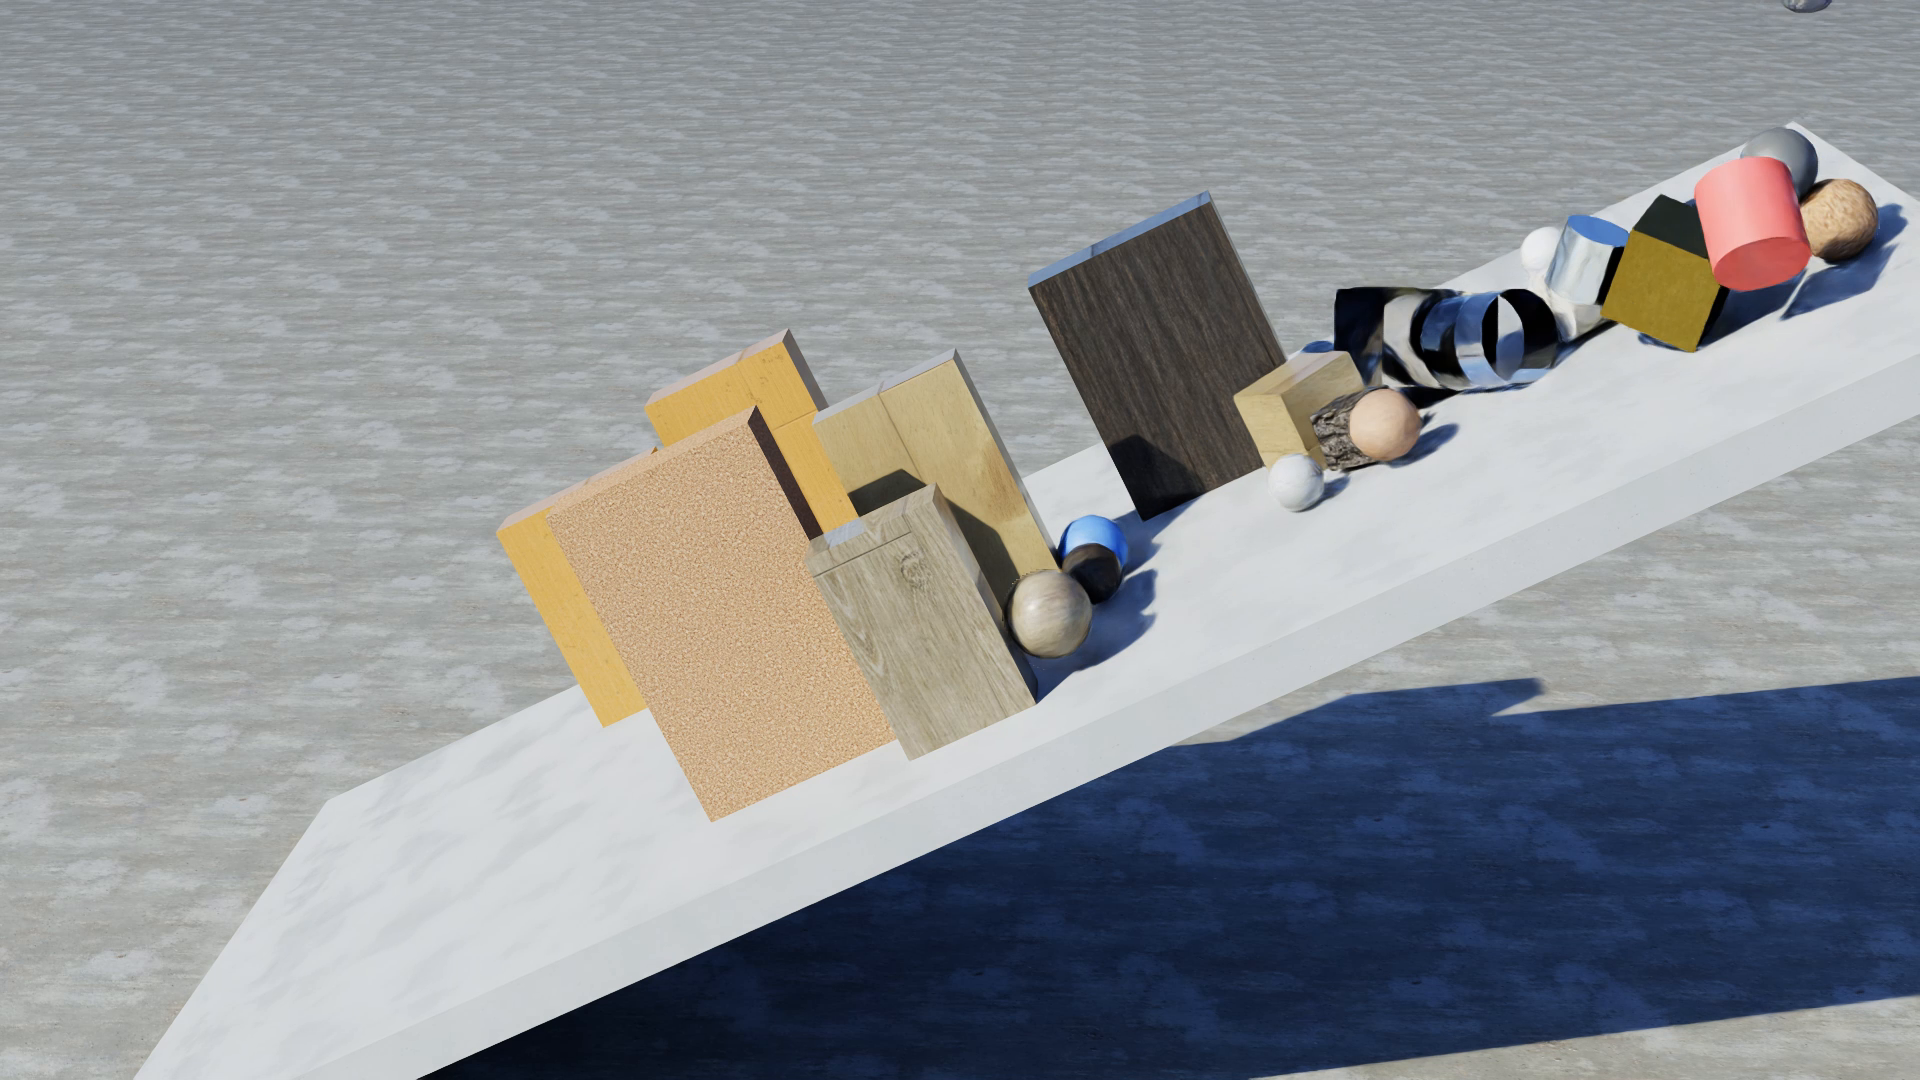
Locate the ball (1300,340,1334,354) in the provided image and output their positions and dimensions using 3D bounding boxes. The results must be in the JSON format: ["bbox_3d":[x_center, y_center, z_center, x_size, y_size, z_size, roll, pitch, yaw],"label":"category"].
[{"bbox_3d":[0.784,-0.374,6.374,0.117,0.117,0.117,0,16,0],"label":"ball"}]

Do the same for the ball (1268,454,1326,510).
[{"bbox_3d":[0.670,-0.116,5.861,0.115,0.115,0.115,0,16,0],"label":"ball"}]

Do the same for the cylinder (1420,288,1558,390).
[{"bbox_3d":[1.078,-0.408,5.999,0.196,0.196,0.196,-9,4,-28],"label":"cylinder"}]

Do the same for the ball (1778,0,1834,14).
[{"bbox_3d":[1.582,-1.047,5.493,0.126,0.126,0.126,0,16,0],"label":"ball"}]

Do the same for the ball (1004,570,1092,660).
[{"bbox_3d":[0.167,0.141,5.564,0.168,0.168,0.168,0,16,0],"label":"ball"}]

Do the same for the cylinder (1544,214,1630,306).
[{"bbox_3d":[1.212,-0.541,5.678,0.129,0.129,0.129,12,30,-7],"label":"cylinder"}]

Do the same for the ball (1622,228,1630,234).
[{"bbox_3d":[1.377,-0.600,6.262,0.142,0.142,0.142,0,16,0],"label":"ball"}]

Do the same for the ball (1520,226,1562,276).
[{"bbox_3d":[1.272,-0.619,6.367,0.117,0.117,0.117,0,16,0],"label":"ball"}]

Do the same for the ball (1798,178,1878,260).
[{"bbox_3d":[1.695,-0.621,5.697,0.159,0.159,0.159,0,16,0],"label":"ball"}]

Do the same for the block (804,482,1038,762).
[{"bbox_3d":[-0.070,0.155,5.561,0.267,0.440,0.137,-25,14,10],"label":"block"}]

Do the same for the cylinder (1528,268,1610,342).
[{"bbox_3d":[1.280,-0.510,6.058,0.156,0.156,0.156,-28,25,-16],"label":"cylinder"}]

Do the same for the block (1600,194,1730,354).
[{"bbox_3d":[1.378,-0.514,5.657,0.192,0.192,0.192,25,36,16],"label":"block"}]

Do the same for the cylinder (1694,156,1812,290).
[{"bbox_3d":[1.459,-0.582,5.416,0.177,0.177,0.177,-4,-27,-2],"label":"cylinder"}]

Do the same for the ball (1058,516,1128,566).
[{"bbox_3d":[0.274,0.020,6.051,0.141,0.141,0.141,0,16,0],"label":"ball"}]

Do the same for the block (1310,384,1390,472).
[{"bbox_3d":[0.809,-0.227,5.966,0.121,0.121,0.121,-13,13,42],"label":"block"}]

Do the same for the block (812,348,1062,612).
[{"bbox_3d":[-0.028,-0.064,6.017,0.319,0.571,0.102,-25,14,10],"label":"block"}]

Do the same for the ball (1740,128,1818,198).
[{"bbox_3d":[1.579,-0.721,5.673,0.149,0.149,0.149,0,16,0],"label":"ball"}]

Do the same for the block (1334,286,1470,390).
[{"bbox_3d":[0.923,-0.422,6.163,0.205,0.205,0.205,1,3,-22],"label":"block"}]

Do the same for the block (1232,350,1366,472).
[{"bbox_3d":[0.729,-0.264,6.145,0.189,0.189,0.189,-32,14,-21],"label":"block"}]

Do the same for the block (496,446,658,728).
[{"bbox_3d":[-0.773,0.111,6.878,0.398,0.529,0.136,-25,14,10],"label":"block"}]

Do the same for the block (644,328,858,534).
[{"bbox_3d":[-0.442,-0.145,7.036,0.368,0.608,0.149,-25,14,10],"label":"block"}]

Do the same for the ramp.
[{"bbox_3d":[0.138,0.168,6.281,4.000,0.100,2.000,-25,14,10],"label":"ramp"}]

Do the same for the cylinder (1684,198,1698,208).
[{"bbox_3d":[1.498,-0.590,5.826,0.164,0.164,0.164,11,5,32],"label":"cylinder"}]

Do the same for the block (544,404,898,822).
[{"bbox_3d":[-0.444,0.147,5.760,0.440,0.692,0.147,-25,14,10],"label":"block"}]

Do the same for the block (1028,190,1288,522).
[{"bbox_3d":[0.462,-0.394,6.317,0.425,0.570,0.145,-25,14,10],"label":"block"}]

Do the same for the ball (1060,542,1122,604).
[{"bbox_3d":[0.263,0.067,5.877,0.123,0.123,0.123,0,16,0],"label":"ball"}]

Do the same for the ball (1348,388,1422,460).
[{"bbox_3d":[0.840,-0.228,5.813,0.142,0.142,0.142,0,16,0],"label":"ball"}]
